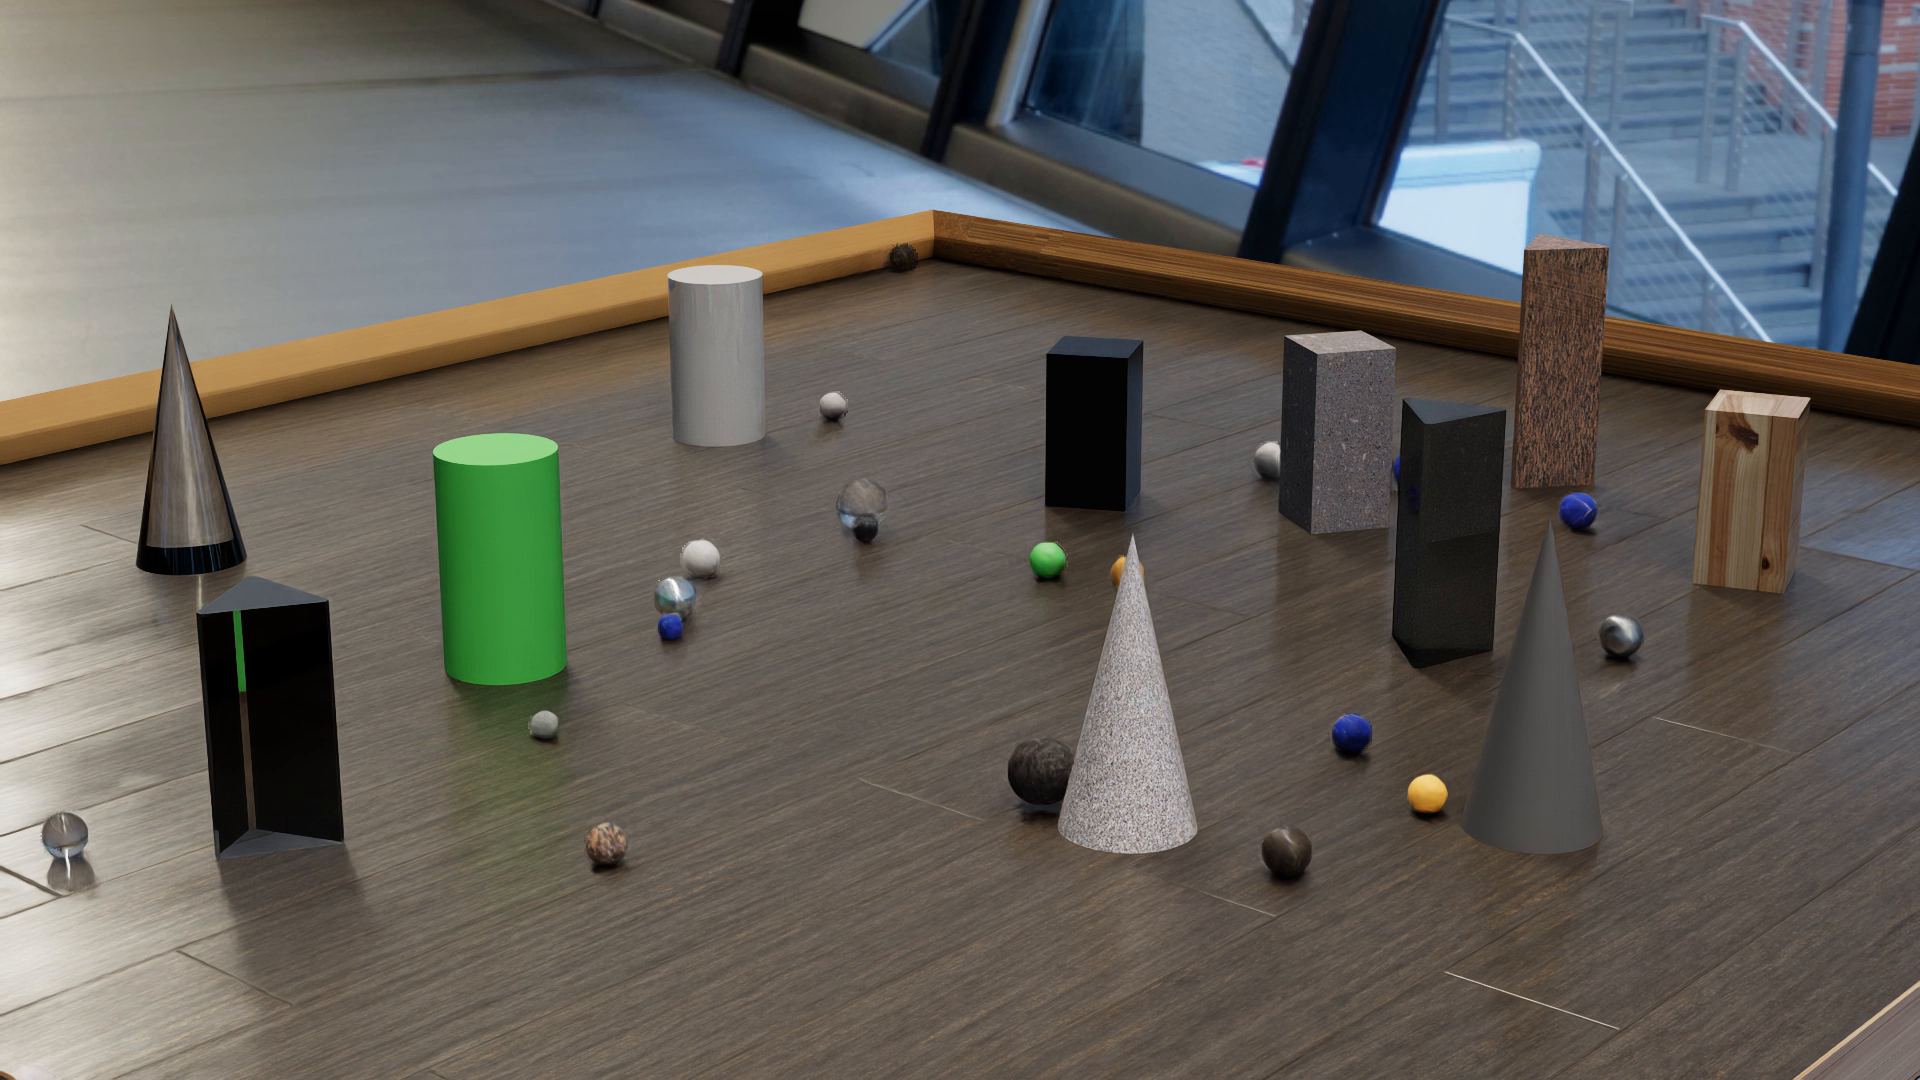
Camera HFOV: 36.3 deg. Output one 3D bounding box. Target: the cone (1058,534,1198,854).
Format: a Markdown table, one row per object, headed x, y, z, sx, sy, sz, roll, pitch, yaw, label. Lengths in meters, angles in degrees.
| x | y | z | sx | sy | sz | roll | pitch | yaw | label |
| --- | --- | --- | --- | --- | --- | --- | --- | --- | --- |
| 0.235 | 0.196 | 4.056 | 0.197 | 0.430 | 0.197 | 0 | 17 | 0 | cone |

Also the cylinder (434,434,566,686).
| x | y | z | sx | sy | sz | roll | pitch | yaw | label |
| --- | --- | --- | --- | --- | --- | --- | --- | --- | --- |
| -0.740 | 0.029 | 4.725 | 0.197 | 0.364 | 0.197 | 0 | 17 | 0 | cylinder |

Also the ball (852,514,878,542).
| x | y | z | sx | sy | sz | roll | pitch | yaw | label |
| --- | --- | --- | --- | --- | --- | --- | --- | --- | --- |
| -0.175 | -0.022 | 5.438 | 0.050 | 0.050 | 0.050 | 0 | 17 | 0 | ball |

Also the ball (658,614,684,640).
| x | y | z | sx | sy | sz | roll | pitch | yaw | label |
| --- | --- | --- | --- | --- | --- | --- | --- | --- | --- |
| -0.484 | 0.145 | 4.896 | 0.043 | 0.043 | 0.043 | 0 | 17 | 0 | ball |

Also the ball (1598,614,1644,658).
| x | y | z | sx | sy | sz | roll | pitch | yaw | label |
| --- | --- | --- | --- | --- | --- | --- | --- | --- | --- |
| 1.084 | 0.157 | 4.808 | 0.071 | 0.071 | 0.071 | 0 | 17 | 0 | ball |

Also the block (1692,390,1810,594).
| x | y | z | sx | sy | sz | roll | pitch | yaw | label |
| --- | --- | --- | --- | --- | --- | --- | --- | --- | --- |
| 1.402 | -0.088 | 5.193 | 0.158 | 0.317 | 0.158 | 7 | 18 | 22 | block |

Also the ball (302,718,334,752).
| x | y | z | sx | sy | sz | roll | pitch | yaw | label |
| --- | --- | --- | --- | --- | --- | --- | --- | --- | --- |
| -0.963 | 0.293 | 4.395 | 0.049 | 0.049 | 0.049 | 0 | 17 | 0 | ball |

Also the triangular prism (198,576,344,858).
| x | y | z | sx | sy | sz | roll | pitch | yaw | label |
| --- | --- | --- | --- | --- | --- | --- | --- | --- | --- |
| -0.959 | 0.238 | 4.050 | 0.171 | 0.352 | 0.148 | -6 | 18 | -18 | triangular prism |

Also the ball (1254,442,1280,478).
| x | y | z | sx | sy | sz | roll | pitch | yaw | label |
| --- | --- | --- | --- | --- | --- | --- | --- | --- | --- |
| 0.622 | -0.158 | 5.853 | 0.072 | 0.072 | 0.072 | 0 | 17 | 0 | ball |

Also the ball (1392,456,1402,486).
| x | y | z | sx | sy | sz | roll | pitch | yaw | label |
| --- | --- | --- | --- | --- | --- | --- | --- | --- | --- |
| 0.891 | -0.135 | 5.763 | 0.079 | 0.079 | 0.079 | 0 | 17 | 0 | ball |

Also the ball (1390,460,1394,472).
| x | y | z | sx | sy | sz | roll | pitch | yaw | label |
| --- | --- | --- | --- | --- | --- | --- | --- | --- | --- |
| 0.845 | -0.150 | 5.869 | 0.047 | 0.047 | 0.047 | 0 | 17 | 0 | ball |

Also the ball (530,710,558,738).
| x | y | z | sx | sy | sz | roll | pitch | yaw | label |
| --- | --- | --- | --- | --- | --- | --- | --- | --- | --- |
| -0.630 | 0.280 | 4.448 | 0.042 | 0.042 | 0.042 | 0 | 17 | 0 | ball |

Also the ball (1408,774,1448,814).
| x | y | z | sx | sy | sz | roll | pitch | yaw | label |
| --- | --- | --- | --- | --- | --- | --- | --- | --- | --- |
| 0.663 | 0.361 | 4.158 | 0.056 | 0.056 | 0.056 | 0 | 17 | 0 | ball |

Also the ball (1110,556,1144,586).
| x | y | z | sx | sy | sz | roll | pitch | yaw | label |
| --- | --- | --- | --- | --- | --- | --- | --- | --- | --- |
| 0.294 | 0.058 | 5.156 | 0.060 | 0.060 | 0.060 | 0 | 17 | 0 | ball |

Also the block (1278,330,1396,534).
| x | y | z | sx | sy | sz | roll | pitch | yaw | label |
| --- | --- | --- | --- | --- | --- | --- | --- | --- | --- |
| 0.710 | -0.205 | 5.532 | 0.158 | 0.346 | 0.158 | -5 | 17 | -16 | block |

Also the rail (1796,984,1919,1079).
| x | y | z | sx | sy | sz | roll | pitch | yaw | label |
| --- | --- | --- | --- | --- | --- | --- | --- | --- | --- |
| 1.519 | 0.413 | 3.857 | 0.045 | 0.128 | 4.462 | 14 | 22 | 39 | rail |

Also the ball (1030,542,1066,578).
| x | y | z | sx | sy | sz | roll | pitch | yaw | label |
| --- | --- | --- | --- | --- | --- | --- | --- | --- | --- |
| 0.156 | 0.036 | 5.222 | 0.065 | 0.065 | 0.065 | 0 | 17 | 0 | ball |

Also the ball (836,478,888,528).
| x | y | z | sx | sy | sz | roll | pitch | yaw | label |
| --- | --- | --- | --- | --- | --- | --- | --- | --- | --- |
| -0.183 | -0.065 | 5.498 | 0.099 | 0.099 | 0.099 | 0 | 17 | 0 | ball |

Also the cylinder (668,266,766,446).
| x | y | z | sx | sy | sz | roll | pitch | yaw | label |
| --- | --- | --- | --- | --- | --- | --- | --- | --- | --- |
| -0.509 | -0.387 | 6.141 | 0.197 | 0.344 | 0.197 | 0 | 17 | 0 | cylinder |

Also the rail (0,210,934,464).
| x | y | z | sx | sy | sz | roll | pitch | yaw | label |
| --- | --- | --- | --- | --- | --- | --- | --- | --- | --- |
| -1.519 | -0.348 | 6.383 | 0.045 | 0.128 | 4.462 | 14 | 22 | 39 | rail |

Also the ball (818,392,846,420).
| x | y | z | sx | sy | sz | roll | pitch | yaw | label |
| --- | --- | --- | --- | --- | --- | --- | --- | --- | --- |
| -0.275 | -0.288 | 6.308 | 0.058 | 0.058 | 0.058 | 0 | 17 | 0 | ball |

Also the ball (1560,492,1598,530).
| x | y | z | sx | sy | sz | roll | pitch | yaw | label |
| --- | --- | --- | --- | --- | --- | --- | --- | --- | --- |
| 1.163 | -0.055 | 5.513 | 0.071 | 0.071 | 0.071 | 0 | 17 | 0 | ball |

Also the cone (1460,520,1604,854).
| x | y | z | sx | sy | sz | roll | pitch | yaw | label |
| --- | --- | --- | --- | --- | --- | --- | --- | --- | --- |
| 0.803 | 0.184 | 4.052 | 0.197 | 0.455 | 0.197 | 0 | 17 | 0 | cone |

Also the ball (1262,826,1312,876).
| x | y | z | sx | sy | sz | roll | pitch | yaw | label |
| --- | --- | --- | --- | --- | --- | --- | --- | --- | --- |
| 0.440 | 0.418 | 3.945 | 0.068 | 0.068 | 0.068 | 0 | 17 | 0 | ball |

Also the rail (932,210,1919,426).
| x | y | z | sx | sy | sz | roll | pitch | yaw | label |
| --- | --- | --- | --- | --- | --- | --- | --- | --- | --- |
| 1.447 | -0.449 | 6.716 | 4.071 | 0.128 | 0.045 | 14 | 22 | 39 | rail |

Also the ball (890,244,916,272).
| x | y | z | sx | sy | sz | roll | pitch | yaw | label |
| --- | --- | --- | --- | --- | --- | --- | --- | --- | --- |
| -0.154 | -0.753 | 7.828 | 0.070 | 0.070 | 0.070 | 0 | 17 | 0 | ball |

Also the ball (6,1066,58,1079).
| x | y | z | sx | sy | sz | roll | pitch | yaw | label |
| --- | --- | --- | --- | --- | --- | --- | --- | --- | --- |
| -1.035 | 0.622 | 3.257 | 0.076 | 0.076 | 0.076 | 0 | 17 | 0 | ball |

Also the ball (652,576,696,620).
| x | y | z | sx | sy | sz | roll | pitch | yaw | label |
| --- | --- | --- | --- | --- | --- | --- | --- | --- | --- |
| -0.485 | 0.099 | 4.993 | 0.075 | 0.075 | 0.075 | 0 | 17 | 0 | ball |

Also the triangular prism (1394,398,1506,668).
| x | y | z | sx | sy | sz | roll | pitch | yaw | label |
| --- | --- | --- | --- | --- | --- | --- | --- | --- | --- |
| 0.770 | -0.019 | 4.805 | 0.171 | 0.410 | 0.148 | -11 | 20 | -32 | triangular prism |

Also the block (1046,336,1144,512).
| x | y | z | sx | sy | sz | roll | pitch | yaw | label |
| --- | --- | --- | --- | --- | --- | --- | --- | --- | --- |
| 0.260 | -0.227 | 5.681 | 0.158 | 0.302 | 0.158 | 4 | 17 | 14 | block |

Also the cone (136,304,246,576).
| x | y | z | sx | sy | sz | roll | pitch | yaw | label |
| --- | --- | --- | --- | --- | --- | --- | --- | --- | --- |
| -1.398 | -0.193 | 5.268 | 0.197 | 0.476 | 0.197 | 0 | 17 | 0 | cone |

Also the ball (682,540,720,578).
| x | y | z | sx | sy | sz | roll | pitch | yaw | label |
| --- | --- | --- | --- | --- | --- | --- | --- | --- | --- |
| -0.462 | 0.033 | 5.228 | 0.067 | 0.067 | 0.067 | 0 | 17 | 0 | ball |

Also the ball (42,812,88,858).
| x | y | z | sx | sy | sz | roll | pitch | yaw | label |
| --- | --- | --- | --- | --- | --- | --- | --- | --- | --- |
| -1.223 | 0.403 | 4.007 | 0.062 | 0.062 | 0.062 | 0 | 17 | 0 | ball |

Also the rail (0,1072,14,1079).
| x | y | z | sx | sy | sz | roll | pitch | yaw | label |
| --- | --- | --- | --- | --- | --- | --- | --- | --- | --- |
| -1.447 | 0.513 | 3.524 | 4.071 | 0.128 | 0.045 | 14 | 22 | 39 | rail |

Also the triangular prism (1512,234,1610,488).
| x | y | z | sx | sy | sz | roll | pitch | yaw | label |
| --- | --- | --- | --- | --- | --- | --- | --- | --- | --- |
| 1.163 | -0.357 | 5.809 | 0.171 | 0.477 | 0.148 | -3 | 17 | -9 | triangular prism |

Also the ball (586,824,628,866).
| x | y | z | sx | sy | sz | roll | pitch | yaw | label |
| --- | --- | --- | --- | --- | --- | --- | --- | --- | --- |
| -0.480 | 0.413 | 3.983 | 0.057 | 0.057 | 0.057 | 0 | 17 | 0 | ball |

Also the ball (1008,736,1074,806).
| x | y | z | sx | sy | sz | roll | pitch | yaw | label |
| --- | --- | --- | --- | --- | --- | --- | --- | --- | --- |
| 0.117 | 0.328 | 4.165 | 0.098 | 0.098 | 0.098 | 0 | 17 | 0 | ball |

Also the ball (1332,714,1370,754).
| x | y | z | sx | sy | sz | roll | pitch | yaw | label |
| --- | --- | --- | --- | --- | --- | --- | --- | --- | --- |
| 0.586 | 0.290 | 4.390 | 0.058 | 0.058 | 0.058 | 0 | 17 | 0 | ball |
